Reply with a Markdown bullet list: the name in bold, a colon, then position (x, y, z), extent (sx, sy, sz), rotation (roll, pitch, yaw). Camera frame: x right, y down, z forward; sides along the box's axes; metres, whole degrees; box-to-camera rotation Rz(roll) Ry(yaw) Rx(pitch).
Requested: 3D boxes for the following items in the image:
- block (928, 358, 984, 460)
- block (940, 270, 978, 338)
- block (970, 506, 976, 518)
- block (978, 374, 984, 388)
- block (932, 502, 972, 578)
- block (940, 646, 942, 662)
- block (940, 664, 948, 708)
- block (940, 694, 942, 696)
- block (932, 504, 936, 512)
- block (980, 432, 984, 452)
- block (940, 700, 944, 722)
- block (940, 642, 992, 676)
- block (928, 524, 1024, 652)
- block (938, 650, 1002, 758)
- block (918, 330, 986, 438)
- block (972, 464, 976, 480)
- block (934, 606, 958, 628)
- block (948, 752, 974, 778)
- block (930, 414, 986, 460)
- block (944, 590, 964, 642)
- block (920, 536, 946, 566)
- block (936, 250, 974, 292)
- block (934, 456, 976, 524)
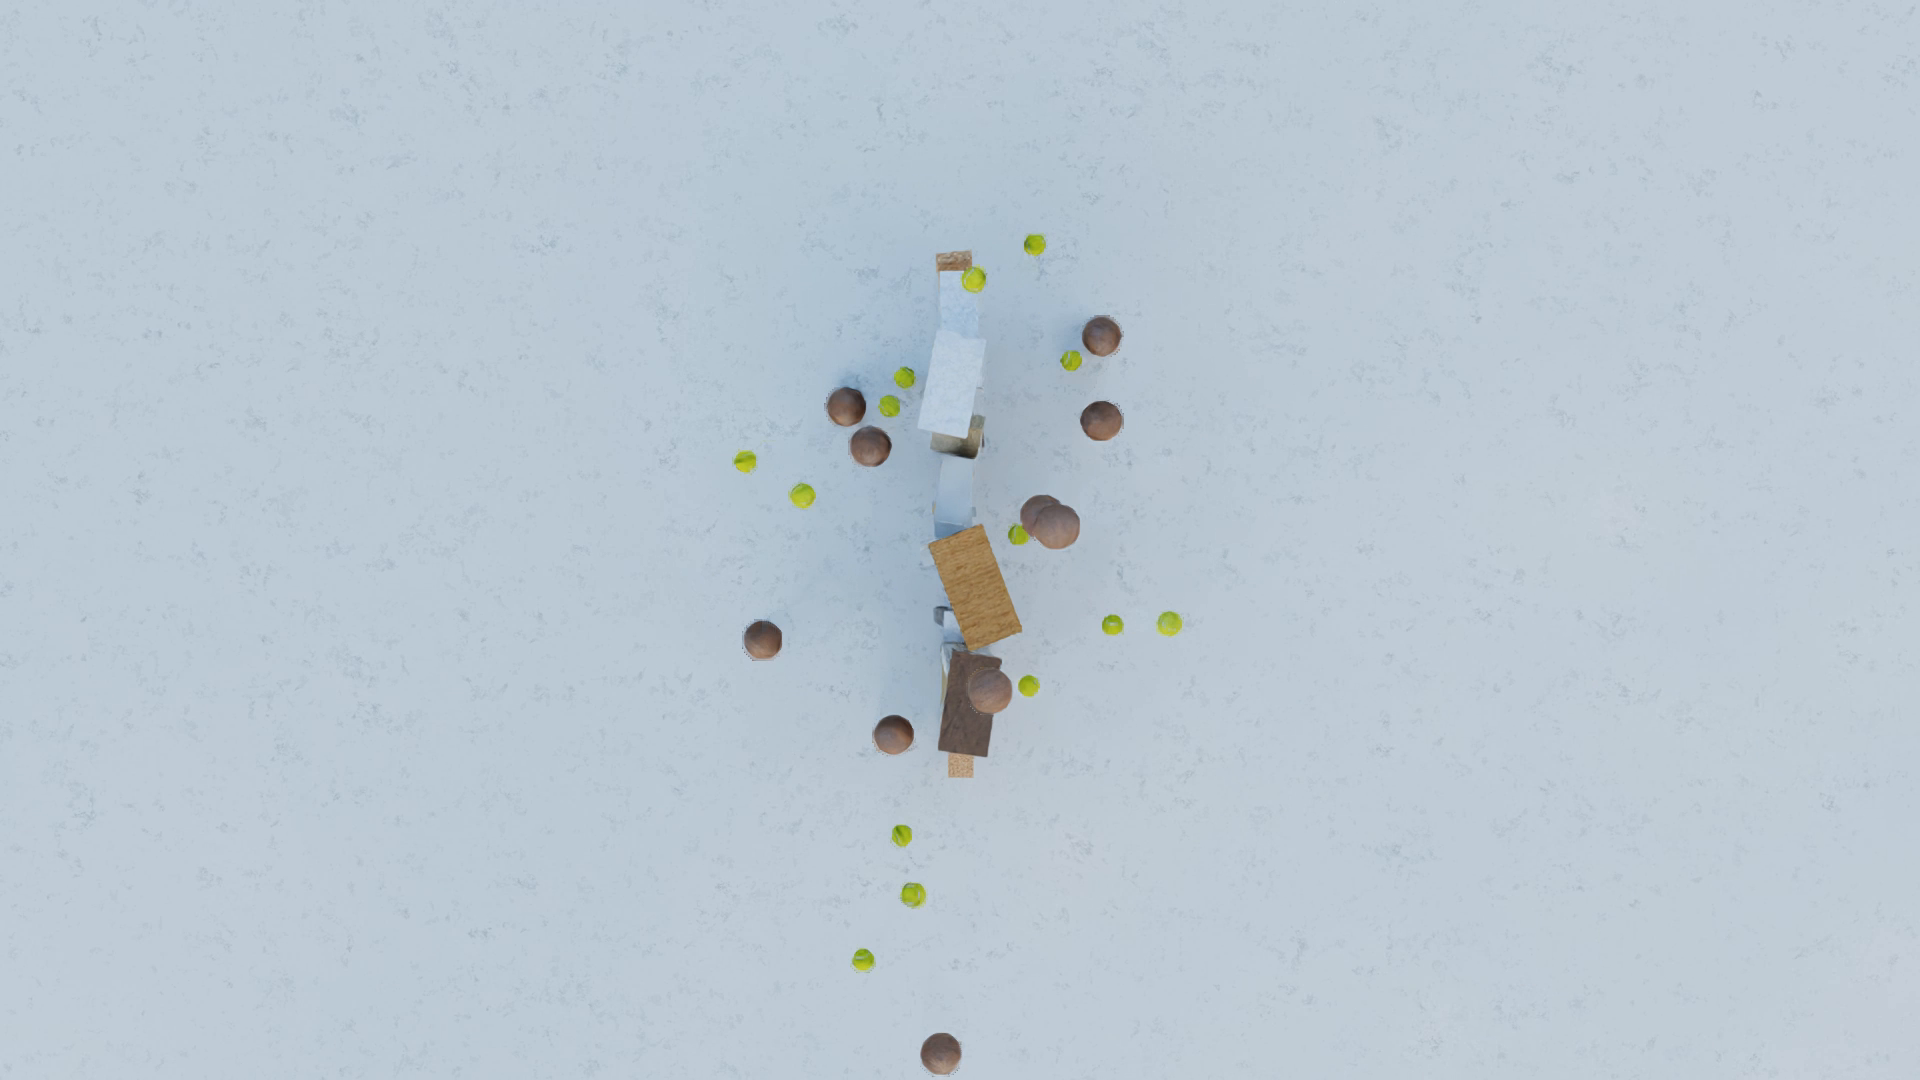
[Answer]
- **block**: position (-0.010, -0.412, 5.155), extent (0.161, 0.046, 0.322), rotation (2, 90, 0)
- **block**: position (-0.003, -0.691, 4.913), extent (0.109, 0.031, 0.219), rotation (-2, 81, -1)
- **block**: position (-0.009, -0.089, 5.378), extent (0.122, 0.244, 0.035), rotation (-4, 91, 0)
- **block**: position (-0.005, -0.487, 4.984), extent (0.147, 0.293, 0.042), rotation (6, 95, 0)
- **block**: position (-0.017, -0.006, 5.238), extent (0.122, 0.035, 0.244), rotation (-5, 90, 0)
- **block**: position (-0.002, 0.369, 5.375), extent (0.123, 0.247, 0.035), rotation (0, 90, -1)
- **block**: position (0.002, 0.453, 5.235), extent (0.123, 0.035, 0.247), rotation (1, 90, -1)
- **block**: position (-0.002, 0.534, 5.375), extent (0.123, 0.247, 0.035), rotation (0, 90, -1)
- **block**: position (-0.034, -0.084, 5.122), extent (0.099, 0.198, 0.028), rotation (18, 91, 0)
- **block**: position (-0.004, -0.311, 5.339), extent (0.161, 0.322, 0.046), rotation (-3, 90, 0)
- **block**: position (0.014, 0.553, 5.068), extent (0.149, 0.298, 0.042), rotation (13, 93, -1)
- **block**: position (0.025, 0.371, 5.065), extent (0.149, 0.298, 0.042), rotation (4, 98, -4)
- **block**: position (0.044, 0.140, 4.856), extent (0.169, 0.048, 0.338), rotation (-21, 92, -5)
- **block**: position (0.028, 0.485, 4.894), extent (0.149, 0.042, 0.298), rotation (8, 92, -1)
- **block**: position (-0.023, -0.455, 4.815), extent (0.147, 0.042, 0.293), rotation (11, 91, 0)
- **block**: position (-0.004, -0.215, 5.196), extent (0.099, 0.345, 0.028), rotation (0, 89, 0)
- **block**: position (0.018, 0.237, 5.072), extent (0.169, 0.386, 0.048), rotation (2, 90, -5)
- **block**: position (0.003, 0.686, 5.326), extent (0.081, 0.023, 0.163), rotation (0, 90, 0)
- **block**: position (-0.009, -0.322, 4.985), extent (0.147, 0.293, 0.042), rotation (12, 75, 0)
- **block**: position (-0.003, 0.223, 5.282), extent (0.101, 0.029, 0.203), rotation (-1, 90, -1)
- **block**: position (-0.033, 0.023, 5.050), extent (0.169, 0.338, 0.048), rotation (-13, 95, 0)
- **block**: position (-0.011, -0.786, 5.210), extent (0.109, 0.587, 0.031), rotation (-6, 78, 0)
- **block**: position (-0.017, -0.152, 5.009), extent (0.099, 0.028, 0.198), rotation (9, 90, 0)
